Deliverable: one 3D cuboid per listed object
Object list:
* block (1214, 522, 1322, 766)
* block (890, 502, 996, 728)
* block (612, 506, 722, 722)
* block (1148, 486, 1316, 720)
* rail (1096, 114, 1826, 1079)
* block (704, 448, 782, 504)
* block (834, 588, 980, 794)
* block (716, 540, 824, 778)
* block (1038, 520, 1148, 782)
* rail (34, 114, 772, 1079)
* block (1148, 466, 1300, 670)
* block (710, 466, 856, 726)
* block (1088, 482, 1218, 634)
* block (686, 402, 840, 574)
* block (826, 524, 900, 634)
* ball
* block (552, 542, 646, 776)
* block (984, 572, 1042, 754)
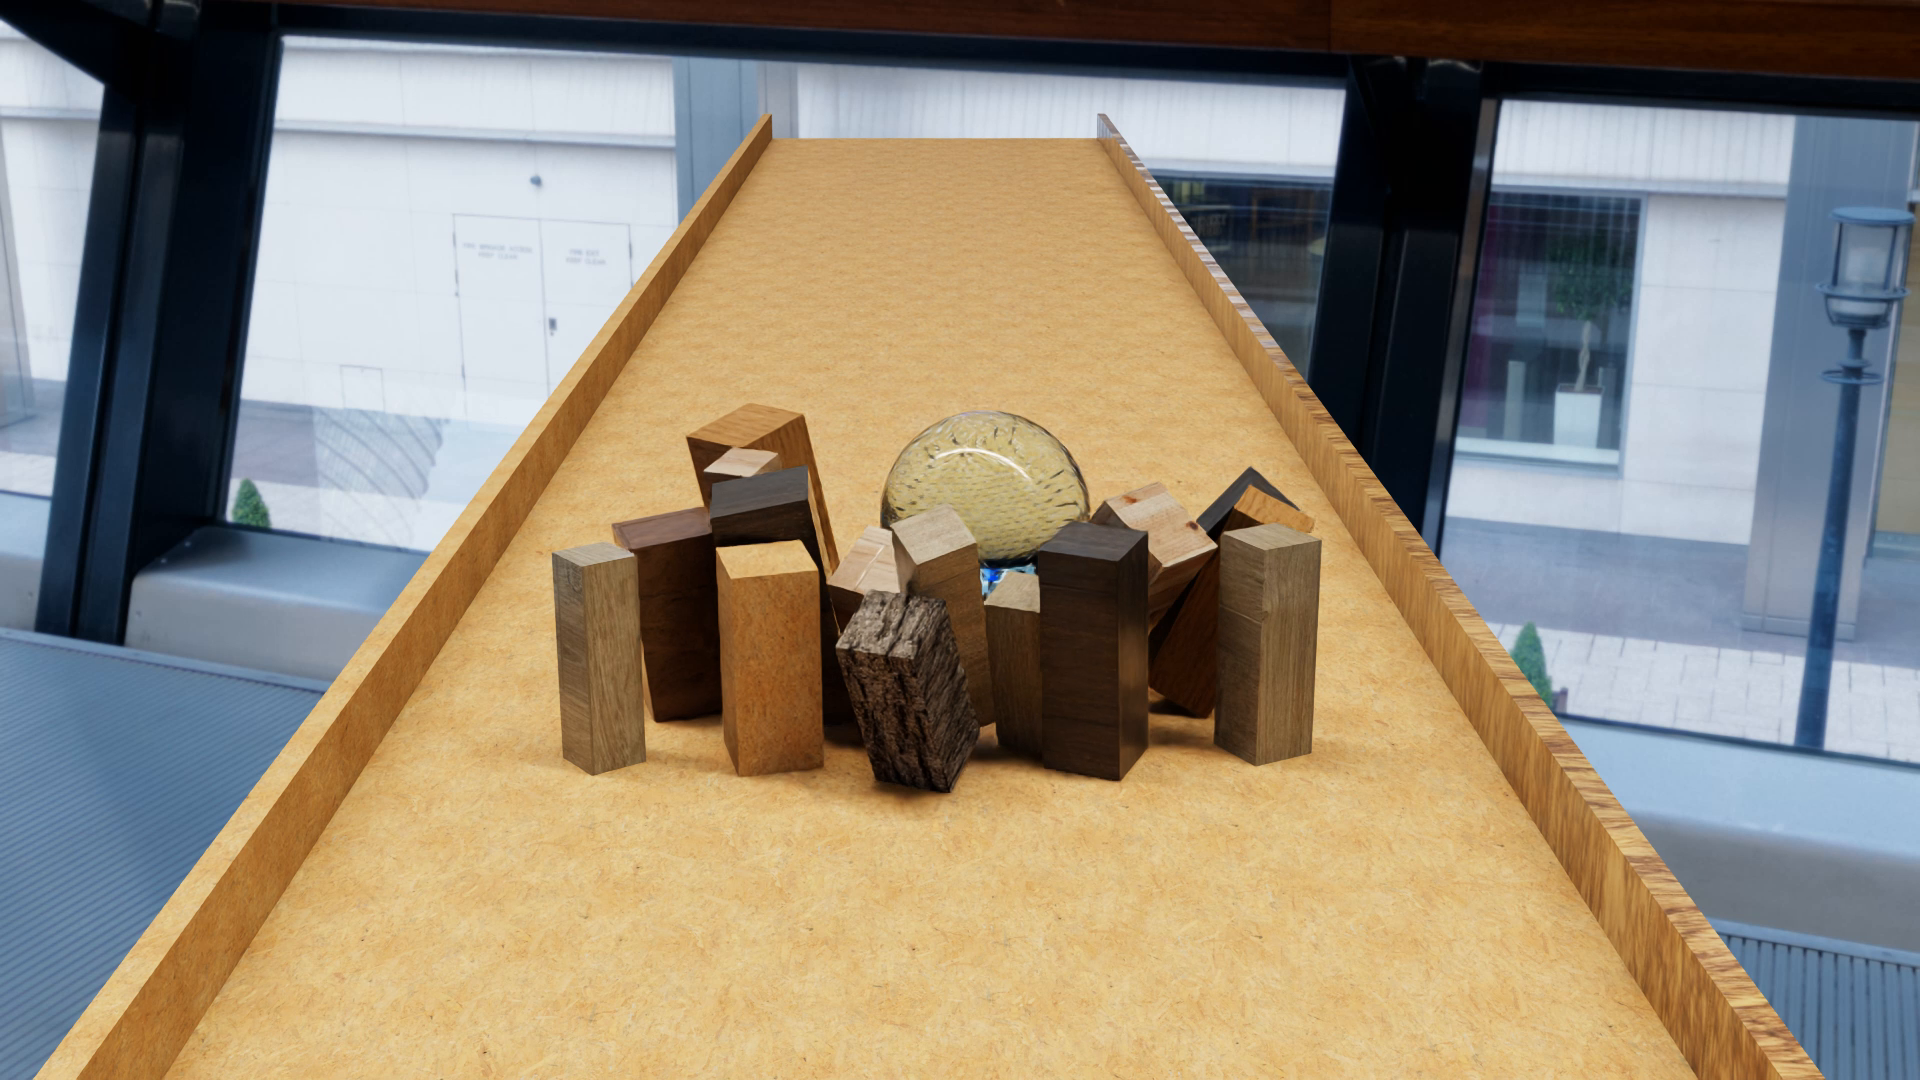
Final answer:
[{"bbox_3d":[0.545,0.184,3.906,0.125,0.399,0.125,-9,19,-29],"label":"block"},{"bbox_3d":[-0.027,0.151,3.817,0.110,0.450,0.110,-21,46,-15],"label":"block"},{"bbox_3d":[-0.526,0.137,4.135,0.180,0.341,0.180,-12,19,-14],"label":"block"},{"bbox_3d":[0.498,0.116,4.086,0.137,0.400,0.137,29,26,8],"label":"block"},{"bbox_3d":[0.932,-0.844,7.801,0.050,0.150,12.000,0,17,-1],"label":"rail"},{"bbox_3d":[-0.389,0.045,4.281,0.106,0.439,0.106,8,31,28],"label":"block"},{"bbox_3d":[-0.085,0.258,3.731,0.142,0.328,0.142,7,45,23],"label":"block"},{"bbox_3d":[-0.333,0.207,3.855,0.151,0.373,0.151,-6,22,-15],"label":"block"},{"bbox_3d":[0.235,0.193,3.826,0.144,0.415,0.144,8,24,24],"label":"block"},{"bbox_3d":[-1.118,-0.838,7.780,0.050,0.150,12.000,0,17,-1],"label":"rail"},{"bbox_3d":[0.475,0.062,4.309,0.131,0.414,0.131,41,18,-9],"label":"block"},{"bbox_3d":[-0.319,0.112,4.014,0.176,0.438,0.176,-11,22,0],"label":"block"},{"bbox_3d":[0.254,0.120,4.012,0.164,0.454,0.164,-19,61,-47],"label":"block"},{"bbox_3d":[-0.382,-0.024,4.444,0.170,0.460,0.170,14,35,43],"label":"block"},{"bbox_3d":[-0.108,0.160,4.013,0.152,0.340,0.152,16,51,25],"label":"block"},{"bbox_3d":[0.048,-0.044,4.126,0.399,0.399,0.399,0,17,0],"label":"ball"},{"bbox_3d":[-0.633,0.207,3.859,0.108,0.383,0.108,-12,21,-36],"label":"block"},{"bbox_3d":[0.130,0.221,3.918,0.114,0.302,0.114,8,33,24],"label":"block"}]
